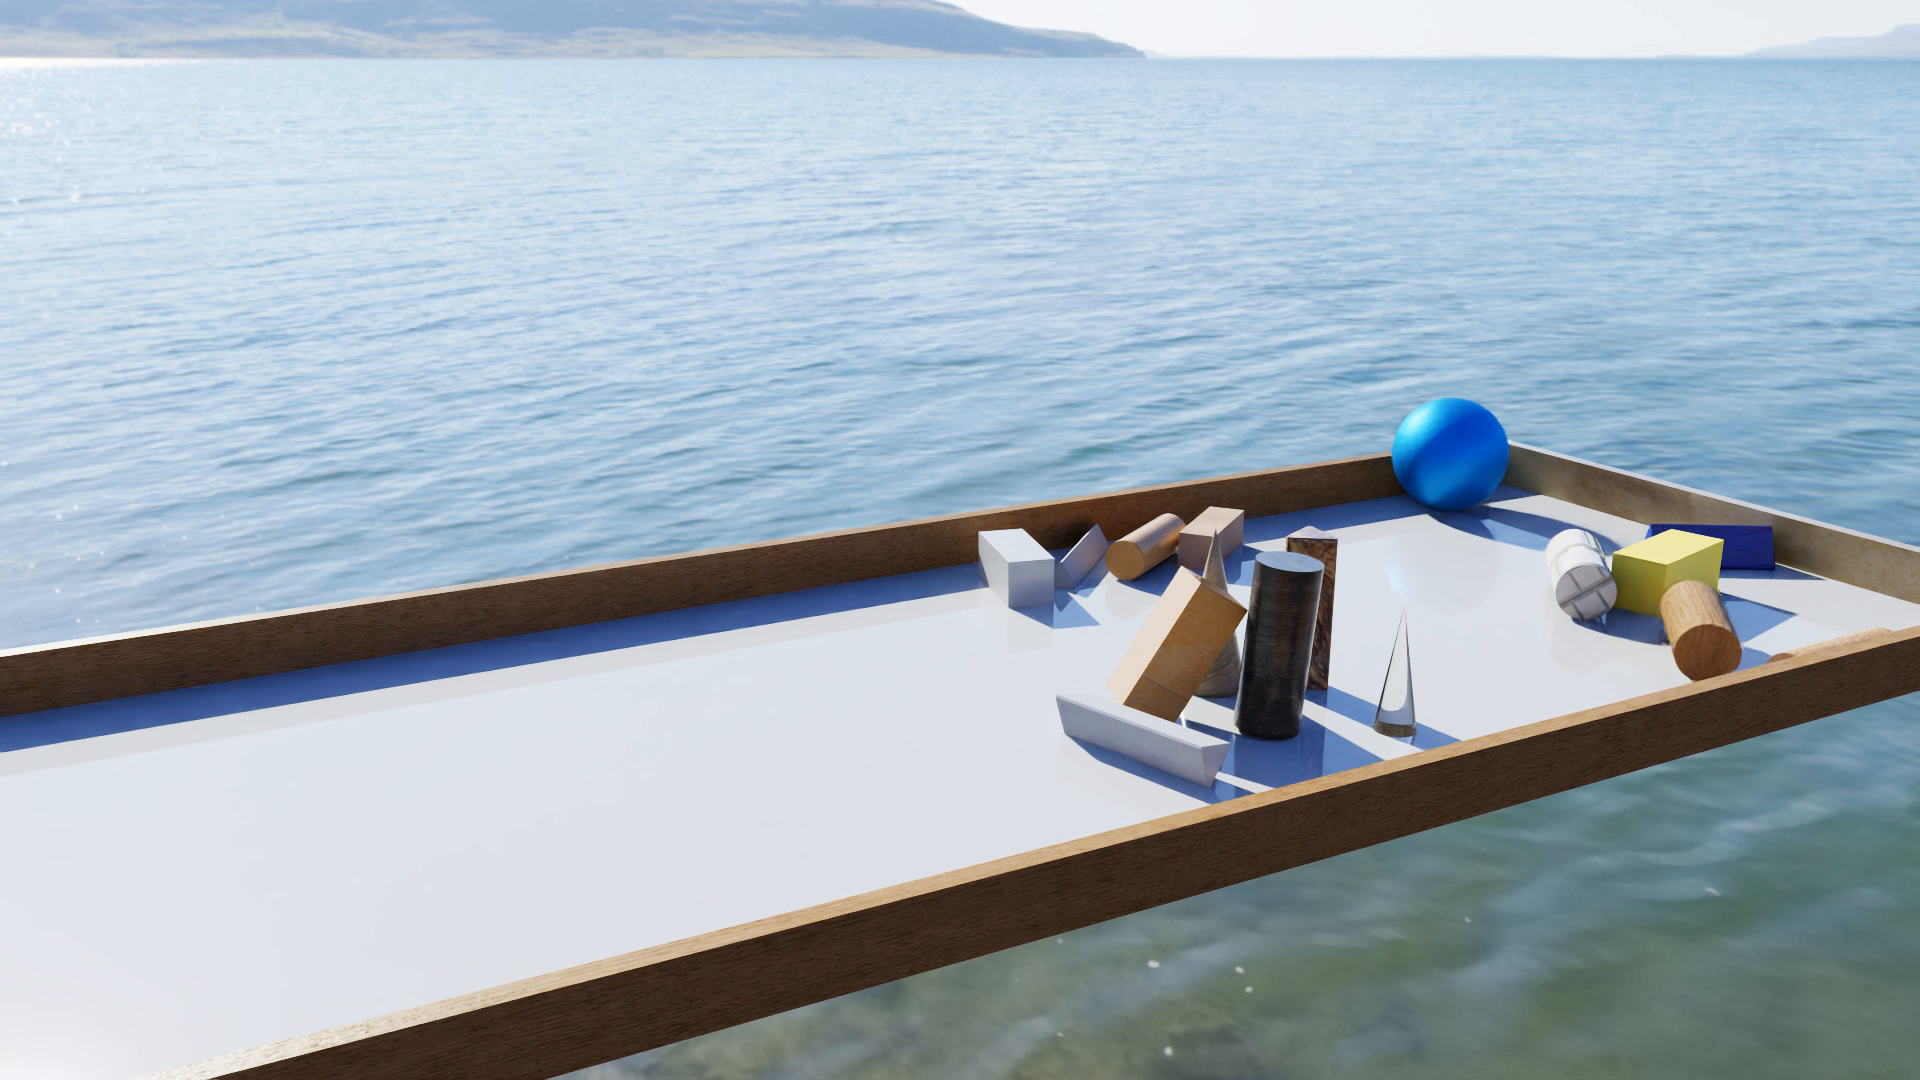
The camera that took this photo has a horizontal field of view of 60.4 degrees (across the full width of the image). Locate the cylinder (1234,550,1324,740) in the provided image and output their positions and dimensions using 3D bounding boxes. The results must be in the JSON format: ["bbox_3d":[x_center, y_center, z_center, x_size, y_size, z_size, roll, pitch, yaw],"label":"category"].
[{"bbox_3d":[0.732,0.241,3.797,0.155,0.404,0.155,4,17,-1],"label":"cylinder"}]

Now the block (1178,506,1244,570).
[{"bbox_3d":[0.789,-0.005,5.173,0.112,0.112,0.332,7,18,24],"label":"block"}]

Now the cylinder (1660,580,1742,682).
[{"bbox_3d":[1.920,0.233,4.286,0.155,0.155,0.371,5,17,16],"label":"cylinder"}]

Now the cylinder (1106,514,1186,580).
[{"bbox_3d":[0.577,0.019,5.069,0.124,0.124,0.347,9,19,28],"label":"cylinder"}]

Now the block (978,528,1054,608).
[{"bbox_3d":[0.163,0.080,4.842,0.136,0.136,0.321,-4,17,-14],"label":"block"}]

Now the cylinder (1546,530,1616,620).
[{"bbox_3d":[1.783,0.095,4.746,0.160,0.160,0.372,4,17,14],"label":"cylinder"}]

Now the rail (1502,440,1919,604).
[{"bbox_3d":[2.466,-0.048,5.253,0.050,0.150,2.100,-9,18,-27],"label":"rail"}]

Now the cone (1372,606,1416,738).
[{"bbox_3d":[1.015,0.294,3.809,0.101,0.308,0.101,0,16,0],"label":"cone"}]

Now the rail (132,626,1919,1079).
[{"bbox_3d":[-2.336,1.006,1.665,12.000,0.150,0.050,-9,18,-27],"label":"rail"}]

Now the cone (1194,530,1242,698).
[{"bbox_3d":[0.624,0.164,4.068,0.179,0.408,0.179,0,16,0],"label":"cone"}]

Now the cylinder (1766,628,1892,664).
[{"bbox_3d":[2.171,0.308,4.089,0.380,0.124,0.124,-9,19,-28],"label":"cylinder"}]

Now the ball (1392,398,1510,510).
[{"bbox_3d":[1.688,-0.297,5.676,0.388,0.388,0.388,0,16,0],"label":"ball"}]

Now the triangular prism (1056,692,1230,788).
[{"bbox_3d":[0.390,0.422,3.667,0.417,0.108,0.093,16,-19,43],"label":"triangular prism"}]

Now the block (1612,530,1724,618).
[{"bbox_3d":[2.039,0.093,4.762,0.361,0.156,0.156,-15,22,-40],"label":"block"}]

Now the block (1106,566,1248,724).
[{"bbox_3d":[0.504,0.253,3.858,0.138,0.337,0.138,29,8,-18],"label":"block"}]

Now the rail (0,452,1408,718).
[{"bbox_3d":[-3.305,0.497,3.399,12.000,0.150,0.050,-9,18,-27],"label":"rail"}]

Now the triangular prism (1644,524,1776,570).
[{"bbox_3d":[2.312,0.011,5.094,0.361,0.119,0.138,1,16,4],"label":"triangular prism"}]

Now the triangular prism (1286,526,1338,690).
[{"bbox_3d":[0.858,0.168,4.090,0.121,0.391,0.105,2,17,8],"label":"triangular prism"}]

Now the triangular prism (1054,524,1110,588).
[{"bbox_3d":[0.367,0.042,5.069,0.089,0.077,0.438,6,17,17],"label":"triangular prism"}]
